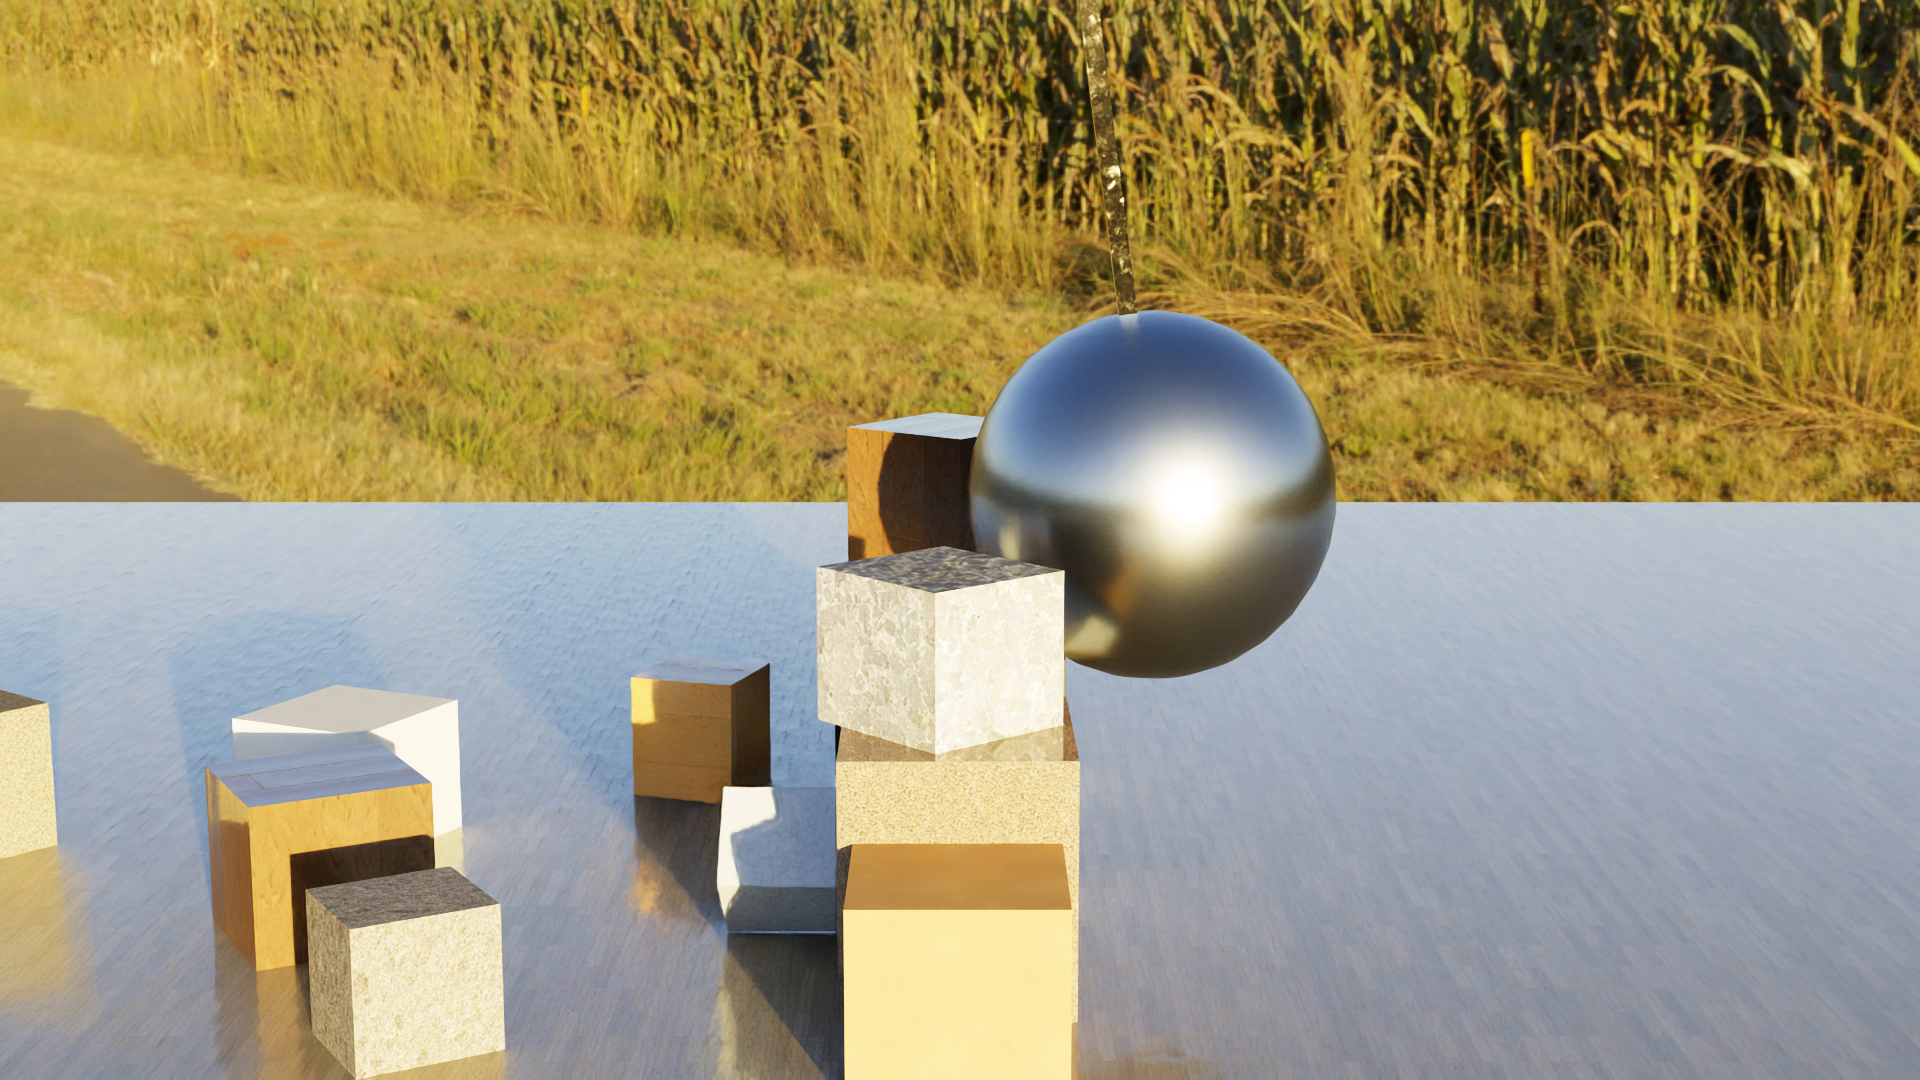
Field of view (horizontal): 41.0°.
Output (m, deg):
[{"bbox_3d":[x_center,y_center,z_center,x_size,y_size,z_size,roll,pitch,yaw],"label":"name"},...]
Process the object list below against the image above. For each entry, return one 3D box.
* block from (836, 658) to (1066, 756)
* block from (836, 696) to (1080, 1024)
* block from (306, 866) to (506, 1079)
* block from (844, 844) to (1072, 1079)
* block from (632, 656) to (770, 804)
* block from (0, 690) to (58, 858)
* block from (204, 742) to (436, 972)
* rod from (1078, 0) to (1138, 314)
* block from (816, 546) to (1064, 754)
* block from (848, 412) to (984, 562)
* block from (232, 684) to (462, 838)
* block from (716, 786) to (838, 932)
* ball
[{"bbox_3d":[-0.026,0.912,11.789,1.017,0.988,0.870,0,10,3],"label":"block"},{"bbox_3d":[-0.012,1.223,10.008,0.895,1.012,0.993,0,10,0],"label":"block"},{"bbox_3d":[-2.030,1.570,9.383,0.555,0.554,0.523,-6,12,-30],"label":"block"},{"bbox_3d":[-0.008,1.535,9.169,0.778,0.699,0.765,0,10,0],"label":"block"},{"bbox_3d":[-1.280,0.938,12.738,0.525,0.596,0.496,3,11,18],"label":"block"},{"bbox_3d":[-4.597,1.078,11.758,0.644,0.672,0.580,8,13,39],"label":"block"},{"bbox_3d":[-2.640,1.290,10.595,0.741,0.671,0.723,-6,12,-29],"label":"block"},{"bbox_3d":[0.360,-3.509,10.542,0.080,5.200,0.080,-8,10,1],"label":"rod"},{"bbox_3d":[-0.078,0.410,9.946,0.658,0.610,0.698,-9,14,-41],"label":"block"},{"bbox_3d":[-0.057,-0.150,12.468,0.693,0.822,0.691,8,13,37],"label":"block"},{"bbox_3d":[-2.834,1.082,11.902,0.711,0.612,0.728,5,11,25],"label":"block"},{"bbox_3d":[-0.710,1.312,10.509,0.500,0.428,0.509,1,-29,1],"label":"block"},{"bbox_3d":[0.830,-0.196,11.145,1.600,1.600,1.600,0,10,0],"label":"ball"}]
